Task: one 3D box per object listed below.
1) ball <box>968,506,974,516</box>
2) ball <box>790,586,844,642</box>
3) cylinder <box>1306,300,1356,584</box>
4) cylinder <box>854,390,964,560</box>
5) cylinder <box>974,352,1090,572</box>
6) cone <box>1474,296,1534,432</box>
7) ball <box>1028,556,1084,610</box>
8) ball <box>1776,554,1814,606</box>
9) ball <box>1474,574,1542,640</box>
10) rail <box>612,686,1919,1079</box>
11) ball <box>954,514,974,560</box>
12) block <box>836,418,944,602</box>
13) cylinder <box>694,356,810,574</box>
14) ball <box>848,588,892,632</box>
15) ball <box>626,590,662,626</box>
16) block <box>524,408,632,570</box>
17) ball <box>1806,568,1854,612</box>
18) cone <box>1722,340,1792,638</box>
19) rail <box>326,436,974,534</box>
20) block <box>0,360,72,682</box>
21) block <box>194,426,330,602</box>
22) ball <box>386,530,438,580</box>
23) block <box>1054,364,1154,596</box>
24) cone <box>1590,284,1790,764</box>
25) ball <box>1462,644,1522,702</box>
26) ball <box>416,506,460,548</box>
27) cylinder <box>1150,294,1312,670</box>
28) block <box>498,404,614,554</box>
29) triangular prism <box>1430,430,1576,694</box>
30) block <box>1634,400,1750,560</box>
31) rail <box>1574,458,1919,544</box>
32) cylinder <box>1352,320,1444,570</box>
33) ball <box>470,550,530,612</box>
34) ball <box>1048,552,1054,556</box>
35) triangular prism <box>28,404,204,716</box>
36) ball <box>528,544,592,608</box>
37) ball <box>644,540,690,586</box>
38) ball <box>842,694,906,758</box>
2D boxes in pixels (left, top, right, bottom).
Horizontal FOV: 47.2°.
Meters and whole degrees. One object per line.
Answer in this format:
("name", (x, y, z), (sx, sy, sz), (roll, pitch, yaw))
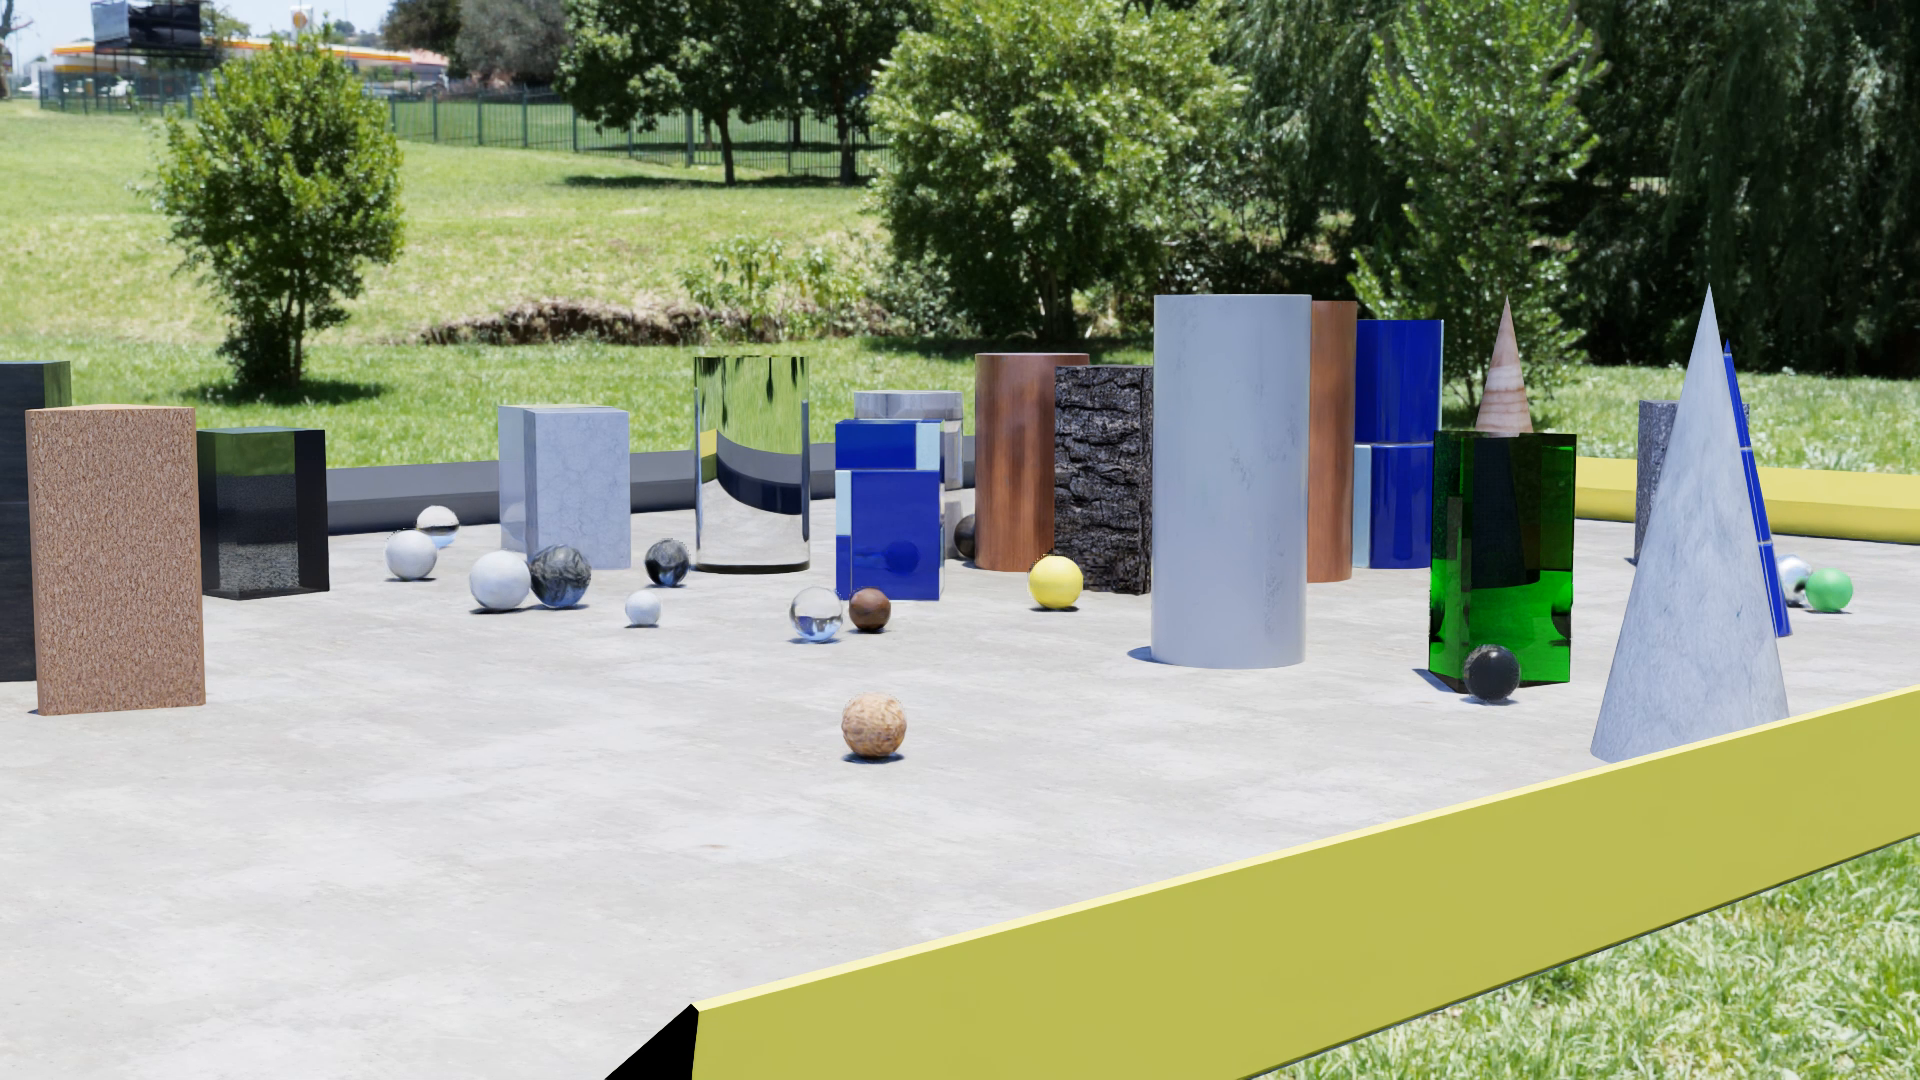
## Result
("ball", (0.058, -0.025, 4.050), (0.099, 0.099, 0.099), (0, 6, 0))
("ball", (-0.194, 0.100, 2.972), (0.074, 0.074, 0.074), (0, 6, 0))
("cylinder", (0.559, -0.168, 3.679), (0.199, 0.460, 0.199), (0, 6, 0))
("cylinder", (-0.093, -0.121, 4.004), (0.199, 0.298, 0.199), (0, 6, 0))
("cylinder", (0.125, -0.139, 3.832), (0.199, 0.370, 0.199), (0, 6, 0))
("cone", (0.887, -0.164, 3.589), (0.199, 0.471, 0.199), (0, 6, 0))
("ball", (0.144, 0.063, 3.287), (0.081, 0.081, 0.081), (0, 6, 0))
("ball", (1.253, 0.060, 3.331), (0.078, 0.078, 0.078), (0, 6, 0))
("ball", (0.743, 0.092, 2.979), (0.089, 0.089, 0.089), (0, 6, 0))
("rail", (1.095, 0.157, 2.152), (3.908, 0.129, 0.045), (-5, 8, -42))
("ball", (0.030, -0.006, 3.949), (0.082, 0.082, 0.082), (0, 6, 0))
("block", (-0.108, -0.049, 3.447), (0.159, 0.273, 0.159), (0, 6, 3))
("cylinder", (-0.359, -0.134, 3.800), (0.199, 0.367, 0.199), (0, 6, 0))
("ball", (-0.126, 0.097, 3.061), (0.061, 0.061, 0.061), (0, 6, 0))
("ball", (-0.448, 0.097, 3.109), (0.051, 0.051, 0.051), (0, 6, 0))
("block", (-0.670, -0.091, 3.844), (0.159, 0.272, 0.159), (-2, 6, -19))
("ball", (1.287, 0.074, 3.256), (0.066, 0.066, 0.066), (0, 6, 0))
("cone", (1.060, -0.076, 3.056), (0.199, 0.407, 0.199), (0, 6, 0))
("rail", (-1.095, -0.089, 4.512), (3.908, 0.129, 0.045), (-5, 8, -42))
("block", (-1.184, -0.027, 2.699), (0.159, 0.382, 0.159), (-1, 6, -11))
("block", (-1.116, -0.046, 3.483), (0.159, 0.258, 0.159), (5, 8, 42))
("ball", (-0.909, 0.025, 3.645), (0.083, 0.083, 0.083), (0, 6, 0))
("block", (0.263, -0.102, 3.544), (0.159, 0.356, 0.159), (4, 7, 36))
("cone", (0.735, -0.018, 2.180), (0.199, 0.472, 0.199), (0, 6, 0))
("ball", (0.608, 0.152, 2.514), (0.066, 0.066, 0.066), (0, 6, 0))
("ball", (-0.986, -0.025, 4.147), (0.079, 0.079, 0.079), (0, 6, 0))
("cylinder", (0.345, -0.080, 2.812), (0.199, 0.464, 0.199), (0, 6, 0))
("block", (-0.753, -0.116, 4.106), (0.159, 0.268, 0.159), (-4, 7, -36))
("triangular prism", (0.622, 0.020, 2.654), (0.172, 0.298, 0.149), (-3, 7, -30))
("block", (1.284, -0.100, 3.866), (0.159, 0.286, 0.159), (1, 6, 8))
("rail", (1.419, -0.102, 4.634), (0.045, 0.129, 3.276), (-5, 8, -42))
("cylinder", (0.747, -0.173, 3.876), (0.199, 0.429, 0.199), (0, 6, 0))
("ball", (-0.683, 0.061, 3.266), (0.090, 0.090, 0.090), (0, 6, 0))
("ball", (0.168, 0.037, 3.738), (0.041, 0.041, 0.041), (0, 6, 0))
("triangular prism", (-0.964, 0.016, 2.510), (0.172, 0.337, 0.149), (-3, 6, -23))
("ball", (-0.602, 0.054, 3.310), (0.095, 0.095, 0.095), (0, 6, 0))
("ball", (-0.476, 0.038, 3.567), (0.074, 0.074, 0.074), (0, 6, 0))
("ball", (-0.086, 0.186, 2.194), (0.065, 0.065, 0.065), (0, 6, 0))
